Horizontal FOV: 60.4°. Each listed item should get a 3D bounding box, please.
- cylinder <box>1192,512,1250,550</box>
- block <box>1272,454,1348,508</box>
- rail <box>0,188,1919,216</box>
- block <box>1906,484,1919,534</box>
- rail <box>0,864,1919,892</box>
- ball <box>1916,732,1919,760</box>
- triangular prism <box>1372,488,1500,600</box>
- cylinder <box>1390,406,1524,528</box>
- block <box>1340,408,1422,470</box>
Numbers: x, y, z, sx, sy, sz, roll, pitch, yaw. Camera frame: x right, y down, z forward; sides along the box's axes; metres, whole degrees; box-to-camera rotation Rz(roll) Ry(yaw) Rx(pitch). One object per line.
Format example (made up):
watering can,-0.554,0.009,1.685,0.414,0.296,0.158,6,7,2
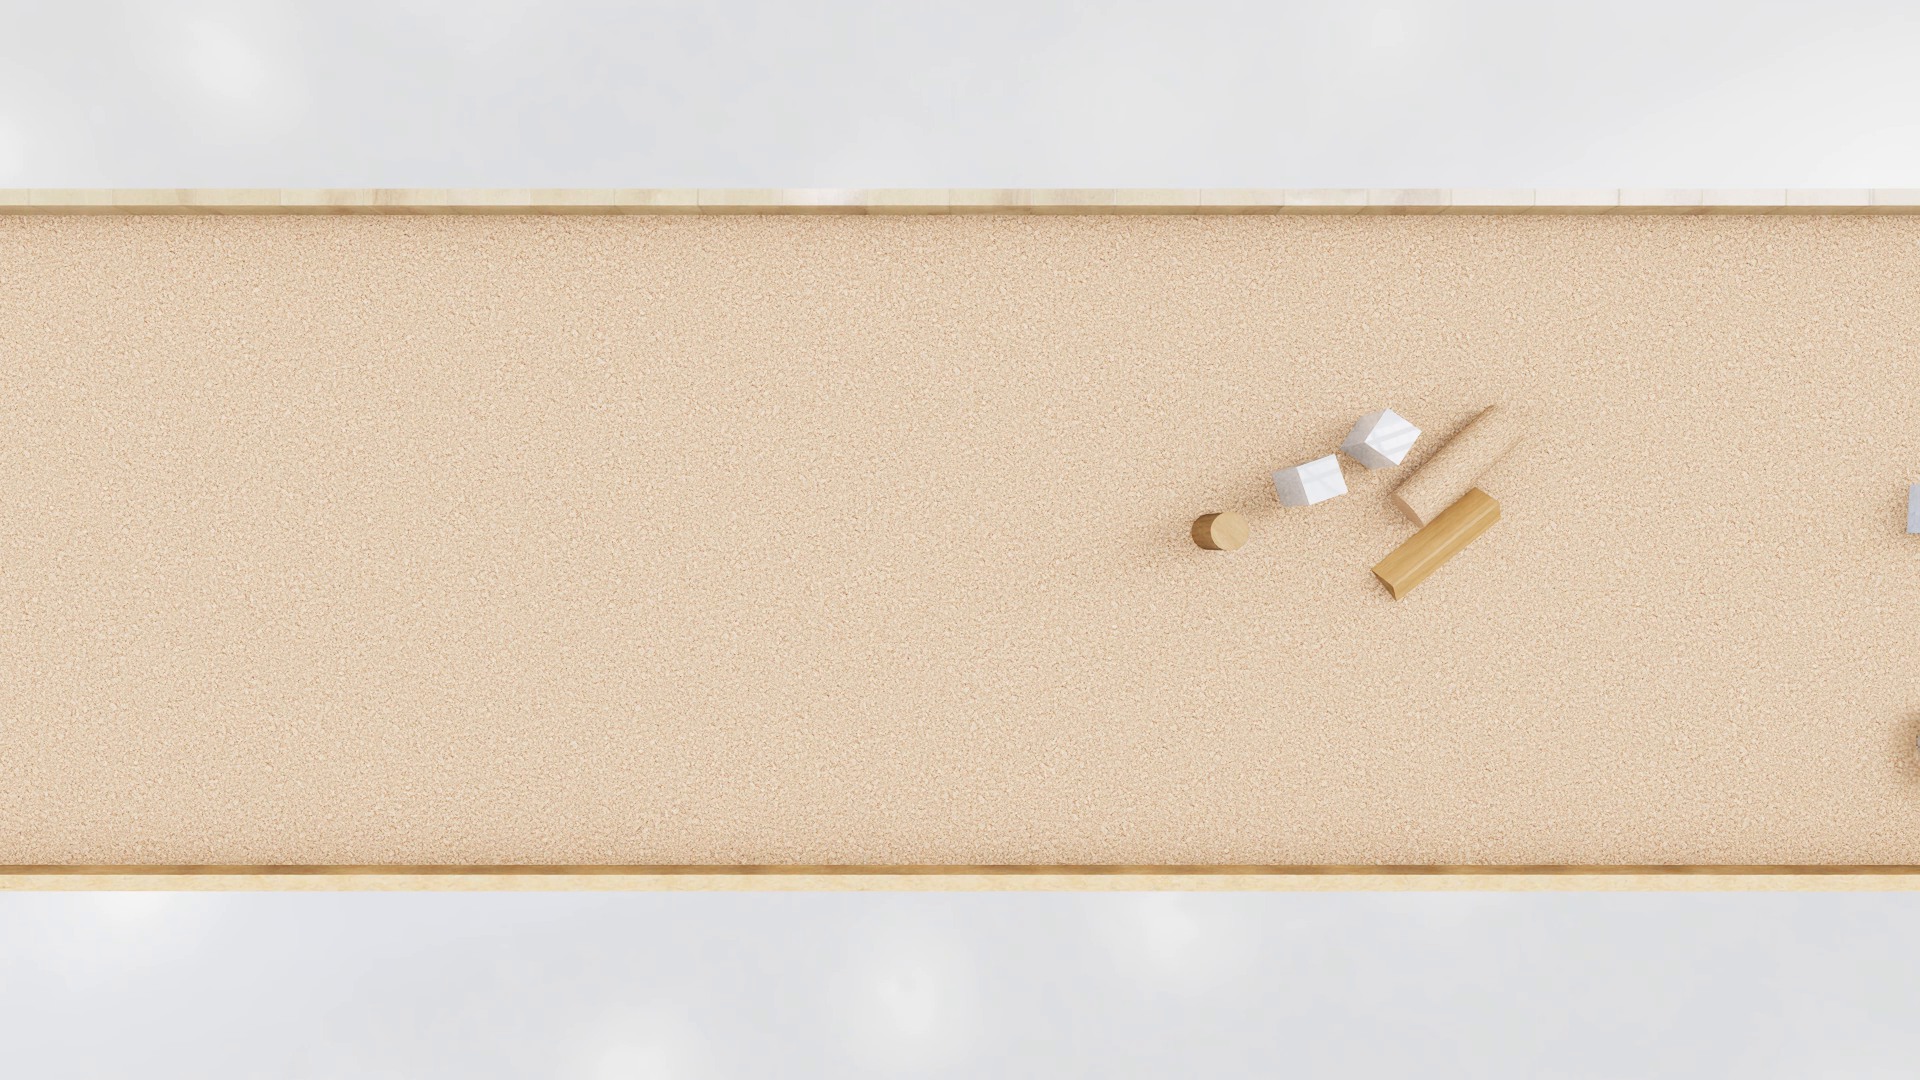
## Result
cylinder,0.767,-0.025,4.879,0.111,0.395,0.111,0,90,0
block,1.030,-0.172,4.882,0.114,0.390,0.114,-19,90,0
rail,-2.247,-1.025,5.002,12.000,0.150,0.050,0,90,0
block,3.080,-0.085,5.003,0.323,0.148,0.148,4,90,0
rail,-2.247,1.025,5.001,12.000,0.150,0.050,0,90,0
ball,3.026,0.625,4.936,0.282,0.282,0.282,0,90,0
triangular prism,1.463,0.013,5.019,0.408,0.108,0.125,-38,90,0
cylinder,1.507,-0.223,5.005,0.402,0.144,0.144,-41,90,0
block,1.250,-0.298,4.919,0.119,0.315,0.119,34,90,0
